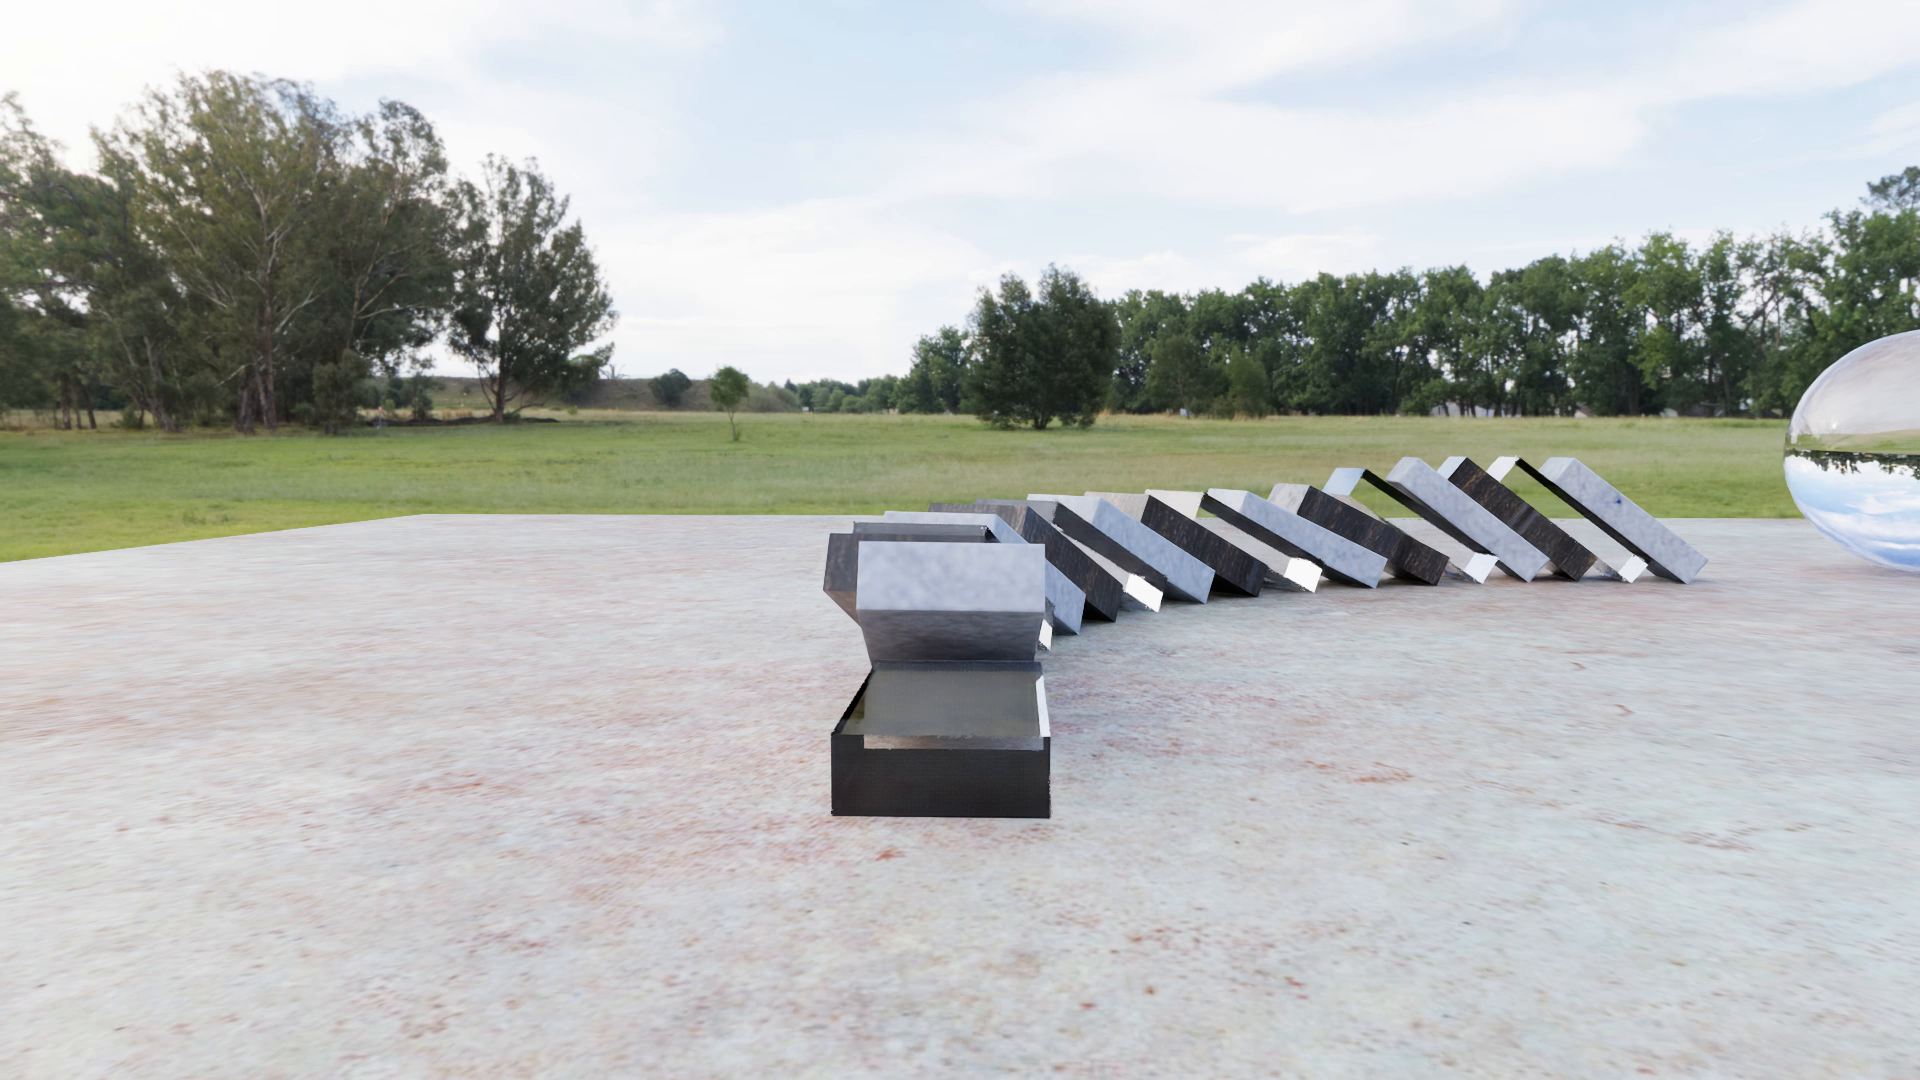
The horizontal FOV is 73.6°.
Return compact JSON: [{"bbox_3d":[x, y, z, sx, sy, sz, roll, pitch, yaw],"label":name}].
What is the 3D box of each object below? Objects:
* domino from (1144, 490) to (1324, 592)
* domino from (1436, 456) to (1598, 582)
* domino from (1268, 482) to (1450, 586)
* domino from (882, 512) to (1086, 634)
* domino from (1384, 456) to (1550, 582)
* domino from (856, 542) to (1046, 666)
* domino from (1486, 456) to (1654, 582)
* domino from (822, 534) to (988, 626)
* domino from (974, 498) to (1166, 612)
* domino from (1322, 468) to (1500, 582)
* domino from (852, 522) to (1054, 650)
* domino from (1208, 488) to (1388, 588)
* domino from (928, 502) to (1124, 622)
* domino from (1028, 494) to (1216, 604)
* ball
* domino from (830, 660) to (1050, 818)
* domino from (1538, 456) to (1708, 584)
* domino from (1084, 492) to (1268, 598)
[{"bbox_3d":[0.077,0.000,0.367,0.050,0.010,0.025,26,-9,-29],"label":"domino"},{"bbox_3d":[0.175,-0.007,0.408,0.050,0.010,0.025,39,9,5],"label":"domino"},{"bbox_3d":[0.121,-0.002,0.392,0.050,0.010,0.025,26,0,-10],"label":"domino"},{"bbox_3d":[0.006,0.008,0.272,0.025,0.010,0.050,2,-19,28],"label":"domino"},{"bbox_3d":[0.160,-0.007,0.406,0.050,0.009,0.025,39,9,4],"label":"domino"},{"bbox_3d":[-0.001,0.013,0.195,0.025,0.010,0.050,1,-20,0],"label":"domino"},{"bbox_3d":[0.191,-0.007,0.406,0.050,0.010,0.025,39,9,4],"label":"domino"},{"bbox_3d":[-0.004,0.012,0.222,0.025,0.010,0.050,1,-19,13],"label":"domino"},{"bbox_3d":[0.027,0.004,0.317,0.025,0.009,0.050,4,-19,42],"label":"domino"},{"bbox_3d":[0.140,-0.005,0.401,0.050,0.009,0.025,32,2,-5],"label":"domino"},{"bbox_3d":[0.000,0.010,0.248,0.025,0.009,0.050,2,-19,19],"label":"domino"},{"bbox_3d":[0.099,-0.001,0.383,0.050,0.009,0.025,24,-2,-15],"label":"domino"},{"bbox_3d":[0.015,0.006,0.295,0.025,0.010,0.050,3,-20,33],"label":"domino"},{"bbox_3d":[0.042,0.003,0.336,0.050,0.010,0.025,29,-16,-39],"label":"domino"},{"bbox_3d":[0.319,-0.029,0.423,0.080,0.080,0.080,0,4,0],"label":"ball"},{"bbox_3d":[-0.001,0.025,0.171,0.025,0.010,0.050,0,4,2],"label":"domino"},{"bbox_3d":[0.206,-0.007,0.402,0.050,0.010,0.025,39,9,4],"label":"domino"},{"bbox_3d":[0.058,0.001,0.353,0.050,0.010,0.025,27,-12,-33],"label":"domino"}]
